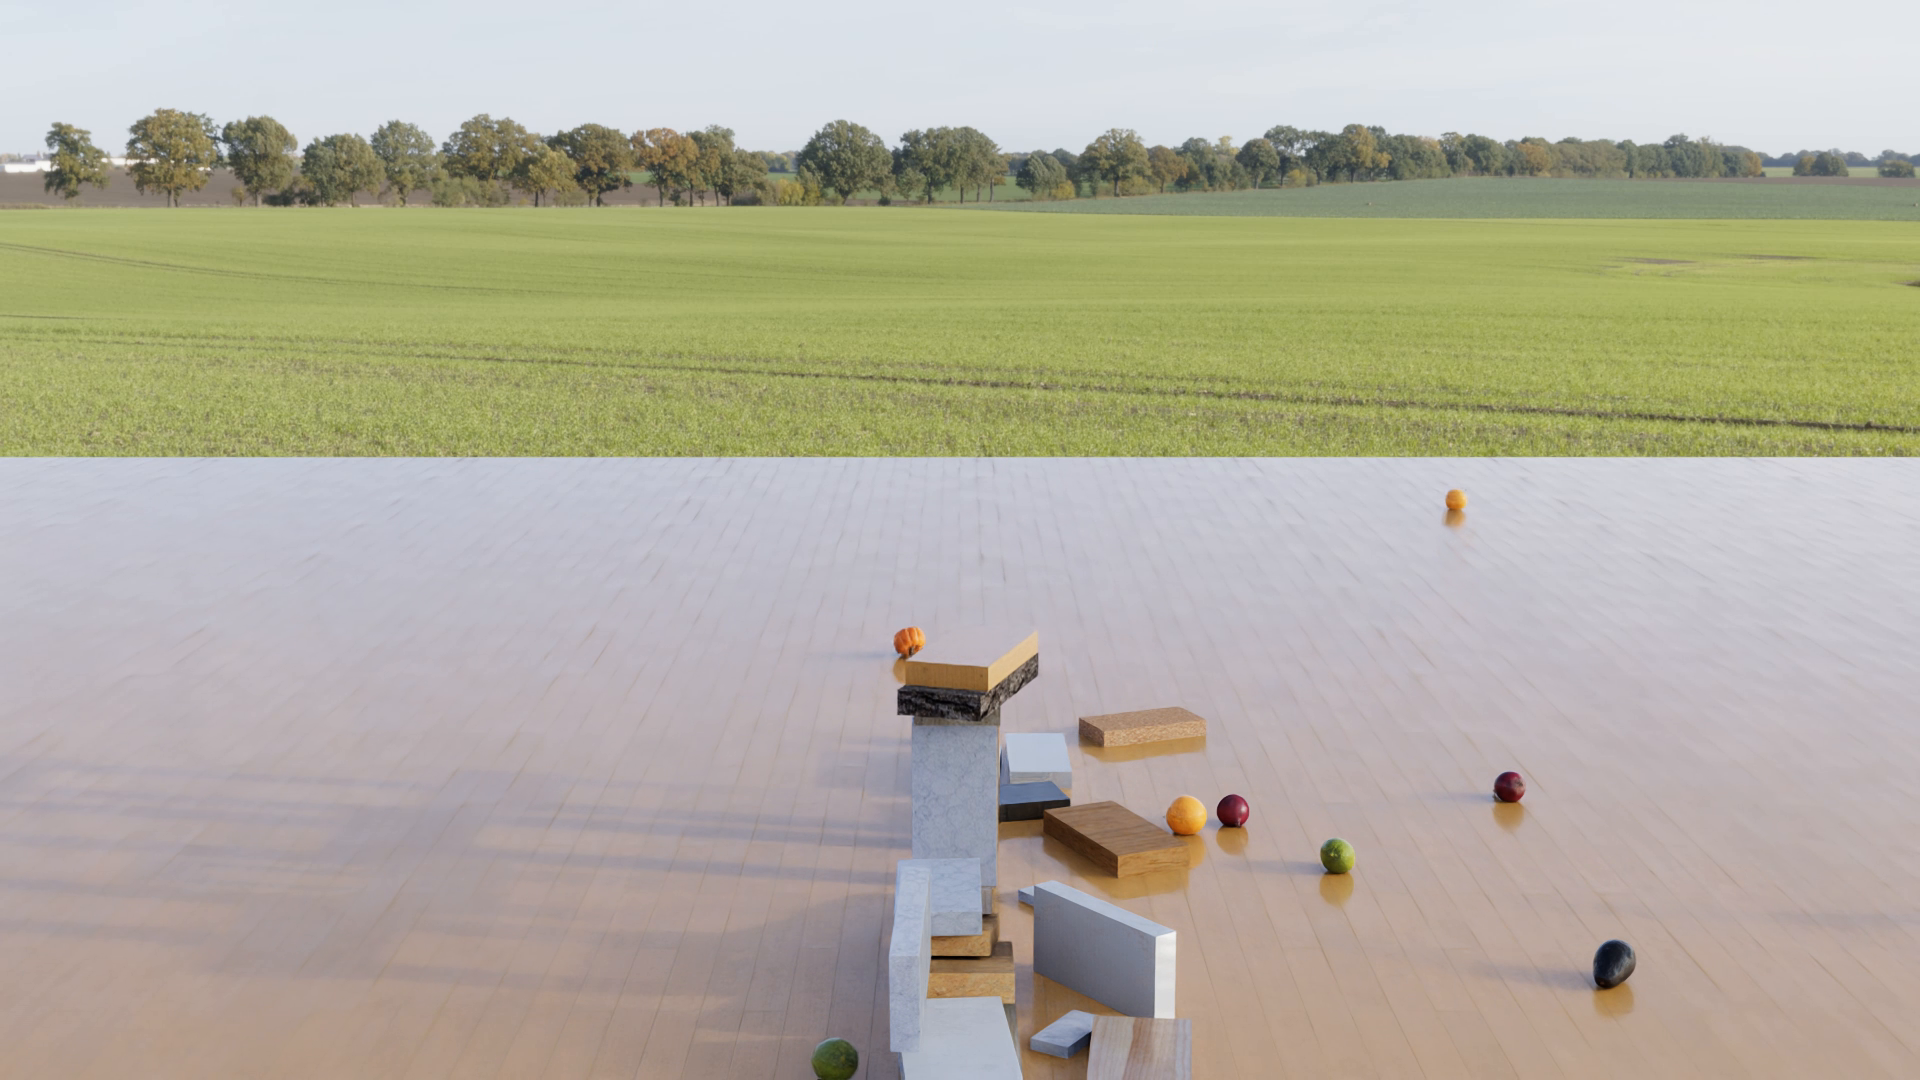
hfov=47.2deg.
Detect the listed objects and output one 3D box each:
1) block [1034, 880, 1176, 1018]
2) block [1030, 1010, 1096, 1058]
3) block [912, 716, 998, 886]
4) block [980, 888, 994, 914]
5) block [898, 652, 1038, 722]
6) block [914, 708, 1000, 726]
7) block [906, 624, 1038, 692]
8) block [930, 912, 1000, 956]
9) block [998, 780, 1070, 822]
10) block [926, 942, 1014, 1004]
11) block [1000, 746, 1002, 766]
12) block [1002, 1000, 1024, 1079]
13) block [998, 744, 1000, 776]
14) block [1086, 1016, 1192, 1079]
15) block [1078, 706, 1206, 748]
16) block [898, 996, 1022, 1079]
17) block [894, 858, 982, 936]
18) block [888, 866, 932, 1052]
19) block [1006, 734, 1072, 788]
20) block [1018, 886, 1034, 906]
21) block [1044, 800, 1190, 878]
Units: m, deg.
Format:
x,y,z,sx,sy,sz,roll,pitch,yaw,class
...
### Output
x,y,z,sx,sy,sz,roll,pitch,yaw,class
0.209,0.604,3.223,0.039,0.136,0.273,-8,13,-36,block
0.155,0.691,3.079,0.060,0.017,0.120,7,12,32,block
-0.009,0.440,3.696,0.143,0.285,0.040,0,10,0,block
-0.012,0.568,3.471,0.126,0.036,0.252,0,-8,2,block
0.017,0.238,3.668,0.141,0.040,0.321,3,11,18,block
-0.003,0.261,3.764,0.143,0.040,0.285,0,11,0,block
0.023,0.195,3.681,0.141,0.040,0.283,3,11,18,block
-0.011,0.588,3.290,0.126,0.036,0.252,0,-4,4,block
0.074,0.492,4.105,0.239,0.034,0.120,-3,11,-15,block
0.004,0.626,3.192,0.147,0.042,0.293,0,-2,1,block
0.011,0.454,4.303,0.126,0.036,0.253,1,11,4,block
0.006,0.692,3.005,0.147,0.042,0.293,0,11,-1,block
0.013,0.412,4.335,0.126,0.036,0.253,0,11,0,block
0.240,0.708,2.929,0.136,0.039,0.273,1,11,6,block
0.384,0.393,4.637,0.239,0.034,0.120,-4,11,-23,block
-0.005,0.674,2.873,0.147,0.042,0.293,-1,11,-5,block
-0.032,0.528,3.264,0.126,0.036,0.252,-1,9,0,block
-0.066,0.558,2.948,0.039,0.136,0.273,0,16,2,block
0.155,0.439,4.388,0.120,0.034,0.276,0,11,-1,block
0.157,0.592,3.611,0.060,0.017,0.120,-8,13,-38,block
0.274,0.528,3.895,0.141,0.040,0.283,-5,12,-24,block
